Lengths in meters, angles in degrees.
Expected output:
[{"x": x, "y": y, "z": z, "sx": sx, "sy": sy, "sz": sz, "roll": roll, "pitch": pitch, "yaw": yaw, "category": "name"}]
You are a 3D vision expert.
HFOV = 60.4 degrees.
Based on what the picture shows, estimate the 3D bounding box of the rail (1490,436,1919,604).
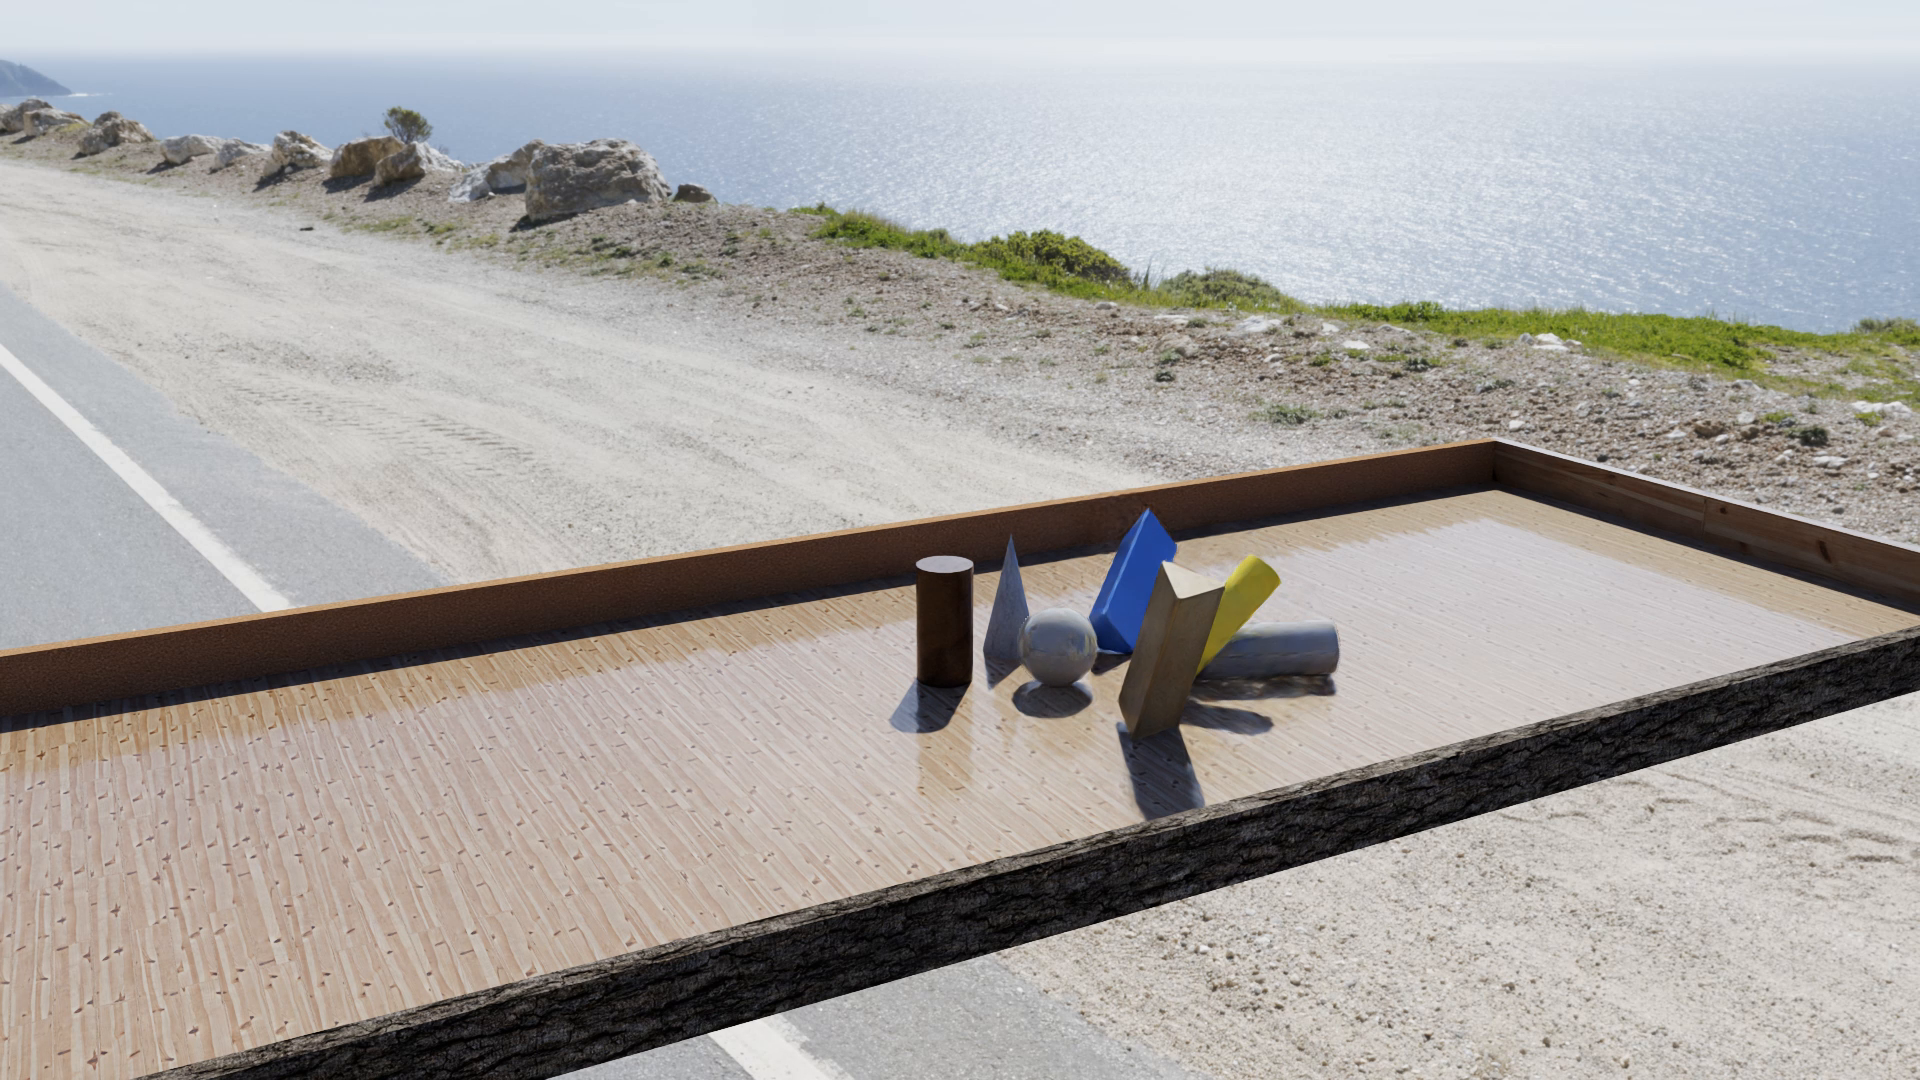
[{"x": 2.466, "y": -0.048, "z": 5.253, "sx": 0.050, "sy": 0.150, "sz": 2.100, "roll": -9, "pitch": 18, "yaw": -27, "category": "rail"}]

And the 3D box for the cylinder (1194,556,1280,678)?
[{"x": 0.615, "y": 0.215, "z": 4.034, "sx": 0.398, "sy": 0.105, "sz": 0.105, "roll": -46, "pitch": 31, "yaw": -10, "category": "cylinder"}]

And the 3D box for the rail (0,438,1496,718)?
[{"x": -3.305, "y": 0.497, "z": 3.399, "sx": 12.000, "sy": 0.150, "sz": 0.050, "roll": -9, "pitch": 18, "yaw": -27, "category": "rail"}]

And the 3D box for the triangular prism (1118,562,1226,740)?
[{"x": 0.456, "y": 0.247, "z": 3.772, "sx": 0.150, "sy": 0.396, "sz": 0.130, "roll": -13, "pitch": 40, "yaw": -38, "category": "triangular prism"}]

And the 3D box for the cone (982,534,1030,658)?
[{"x": 0.132, "y": 0.136, "z": 4.324, "sx": 0.145, "sy": 0.321, "sz": 0.145, "roll": 0, "pitch": 16, "yaw": 0, "category": "cone"}]

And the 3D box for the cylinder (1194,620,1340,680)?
[{"x": 0.724, "y": 0.279, "z": 4.162, "sx": 0.432, "sy": 0.138, "sz": 0.138, "roll": -2, "pitch": 17, "yaw": -7, "category": "cylinder"}]

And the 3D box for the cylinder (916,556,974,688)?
[{"x": -0.038, "y": 0.204, "z": 4.128, "sx": 0.143, "sy": 0.300, "sz": 0.143, "roll": 0, "pitch": 16, "yaw": 0, "category": "cylinder"}]

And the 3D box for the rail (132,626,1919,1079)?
[{"x": -2.336, "y": 1.006, "z": 1.665, "sx": 12.000, "sy": 0.150, "sz": 0.050, "roll": -9, "pitch": 18, "yaw": -27, "category": "rail"}]

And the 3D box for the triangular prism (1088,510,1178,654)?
[{"x": 0.451, "y": 0.101, "z": 4.435, "sx": 0.155, "sy": 0.134, "sz": 0.409, "roll": 10, "pitch": 47, "yaw": 20, "category": "triangular prism"}]

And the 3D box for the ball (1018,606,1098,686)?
[{"x": 0.245, "y": 0.265, "z": 4.104, "sx": 0.198, "sy": 0.198, "sz": 0.198, "roll": 0, "pitch": 16, "yaw": 0, "category": "ball"}]
